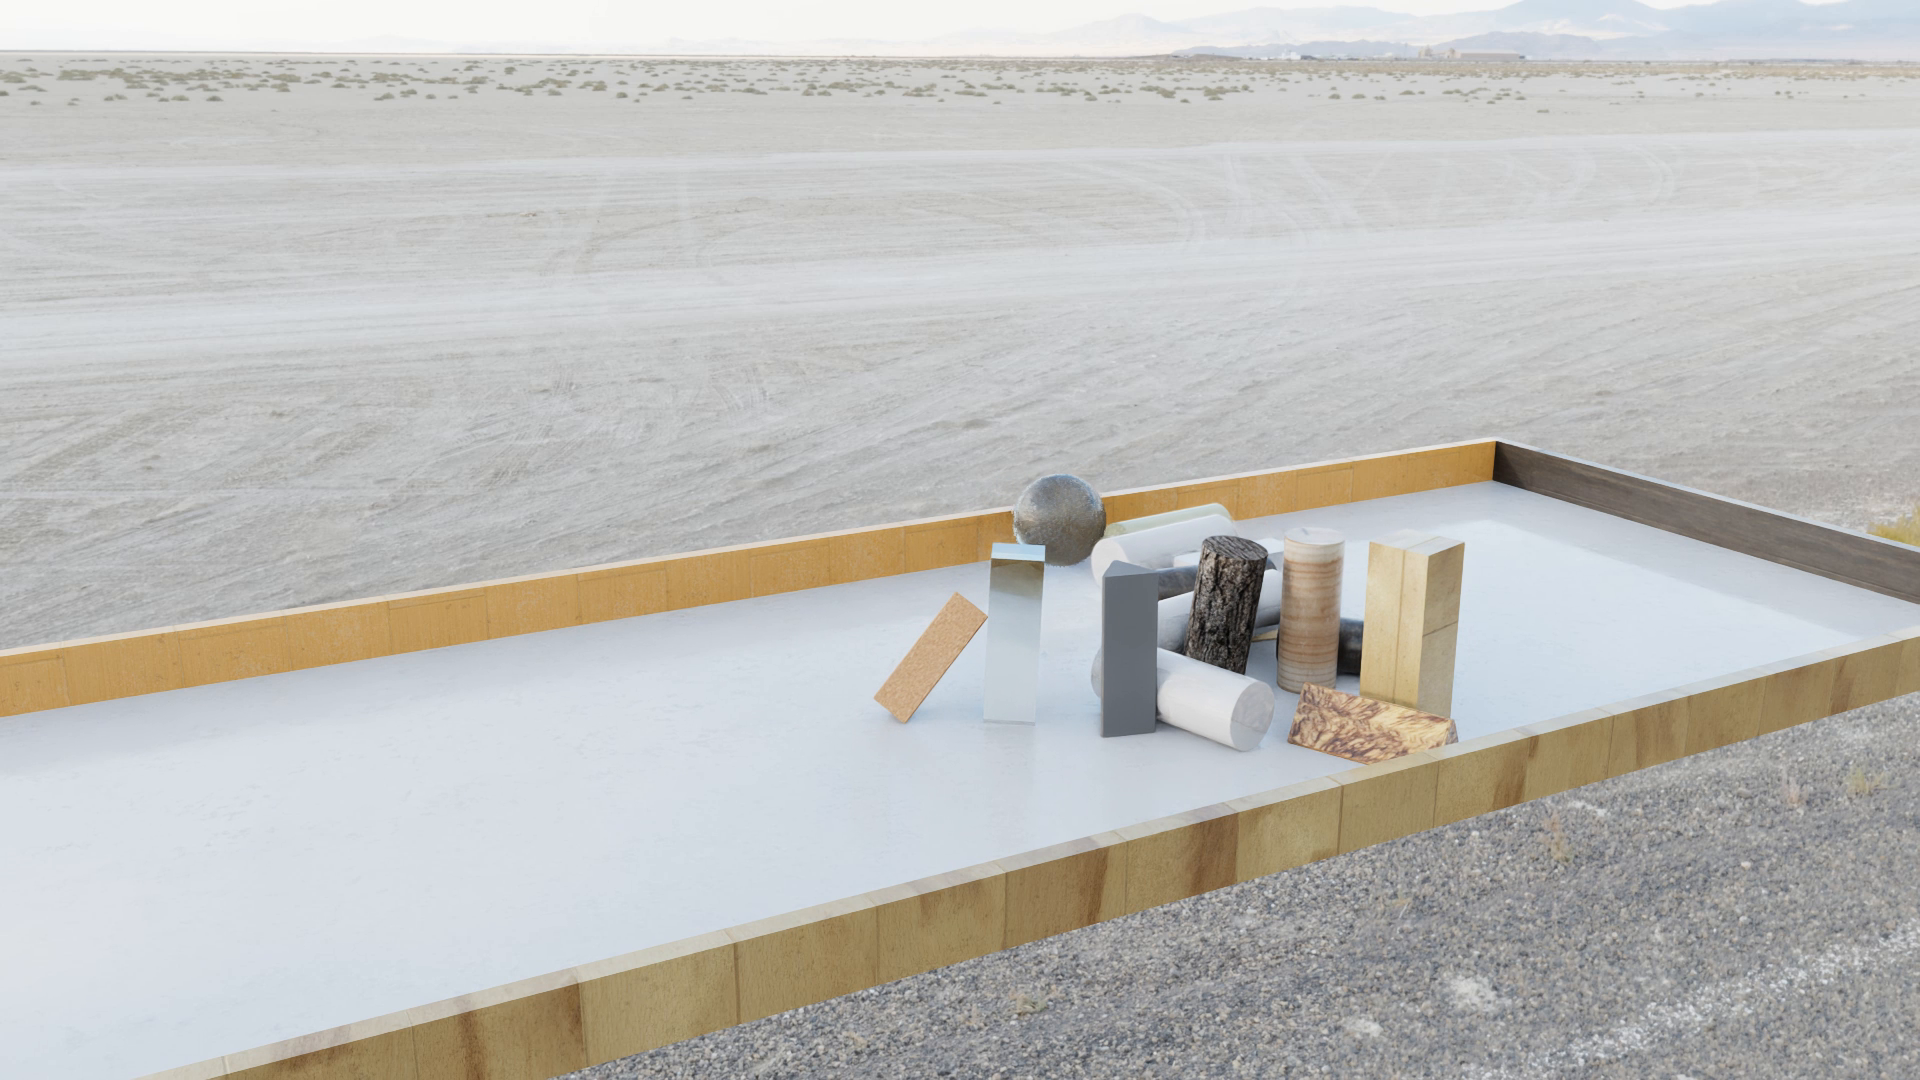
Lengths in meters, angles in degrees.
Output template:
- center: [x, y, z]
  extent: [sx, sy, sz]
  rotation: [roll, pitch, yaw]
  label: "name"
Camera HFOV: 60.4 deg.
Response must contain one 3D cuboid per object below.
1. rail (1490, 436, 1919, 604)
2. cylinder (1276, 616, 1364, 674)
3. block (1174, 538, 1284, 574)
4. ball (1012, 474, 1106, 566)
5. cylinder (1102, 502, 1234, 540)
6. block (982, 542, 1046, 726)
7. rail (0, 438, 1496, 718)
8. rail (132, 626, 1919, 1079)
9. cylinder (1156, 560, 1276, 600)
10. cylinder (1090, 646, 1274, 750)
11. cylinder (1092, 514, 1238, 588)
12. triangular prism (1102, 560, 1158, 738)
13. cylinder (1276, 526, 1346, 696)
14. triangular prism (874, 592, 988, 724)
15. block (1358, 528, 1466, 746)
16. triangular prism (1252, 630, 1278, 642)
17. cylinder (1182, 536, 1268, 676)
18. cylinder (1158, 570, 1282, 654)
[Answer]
- center: [2.466, -0.048, 5.253]
  extent: [0.050, 0.150, 2.100]
  rotation: [-9, 18, -27]
  label: "rail"
- center: [0.974, 0.265, 4.207]
  extent: [0.307, 0.139, 0.139]
  rotation: [7, 18, 22]
  label: "cylinder"
- center: [0.806, 0.095, 4.815]
  extent: [0.371, 0.123, 0.123]
  rotation: [-10, 19, -31]
  label: "block"
- center: [0.304, -0.061, 5.054]
  extent: [0.287, 0.287, 0.287]
  rotation: [0, 16, 0]
  label: "ball"
- center: [0.650, -0.012, 5.137]
  extent: [0.411, 0.147, 0.147]
  rotation: [-11, 20, -33]
  label: "cylinder"
- center: [0.127, 0.221, 3.875]
  extent: [0.123, 0.405, 0.123]
  rotation: [3, 17, 3]
  label: "block"
- center: [-3.305, 0.497, 3.399]
  extent: [12.000, 0.150, 0.050]
  rotation: [-9, 18, -27]
  label: "rail"
- center: [-2.336, 1.006, 1.665]
  extent: [12.000, 0.150, 0.050]
  rotation: [-9, 18, -27]
  label: "rail"
- center: [0.680, 0.145, 4.586]
  extent: [0.392, 0.156, 0.156]
  rotation: [-6, 17, -18]
  label: "cylinder"
- center: [0.516, 0.353, 3.863]
  extent: [0.163, 0.163, 0.420]
  rotation: [-15, 22, -41]
  label: "cylinder"
- center: [0.615, 0.041, 4.920]
  extent: [0.444, 0.167, 0.167]
  rotation: [-12, 20, -35]
  label: "cylinder"
- center: [0.374, 0.249, 3.815]
  extent: [0.132, 0.390, 0.114]
  rotation: [-5, 17, -13]
  label: "triangular prism"
- center: [0.864, 0.175, 4.065]
  extent: [0.145, 0.389, 0.145]
  rotation: [0, 17, 0]
  label: "cylinder"
- center: [-0.067, 0.279, 3.923]
  extent: [0.098, 0.319, 0.084]
  rotation: [38, -1, 4]
  label: "triangular prism"
- center: [1.036, 0.221, 3.795]
  extent: [0.152, 0.454, 0.152]
  rotation: [-15, 22, -41]
  label: "block"
- center: [0.782, 0.191, 4.470]
  extent: [0.448, 0.125, 0.144]
  rotation: [-5, 18, -18]
  label: "triangular prism"
- center: [0.653, 0.180, 4.090]
  extent: [0.161, 0.349, 0.161]
  rotation: [6, 21, -2]
  label: "cylinder"
- center: [0.641, 0.206, 4.289]
  extent: [0.453, 0.158, 0.158]
  rotation: [-14, 21, -23]
  label: "cylinder"
